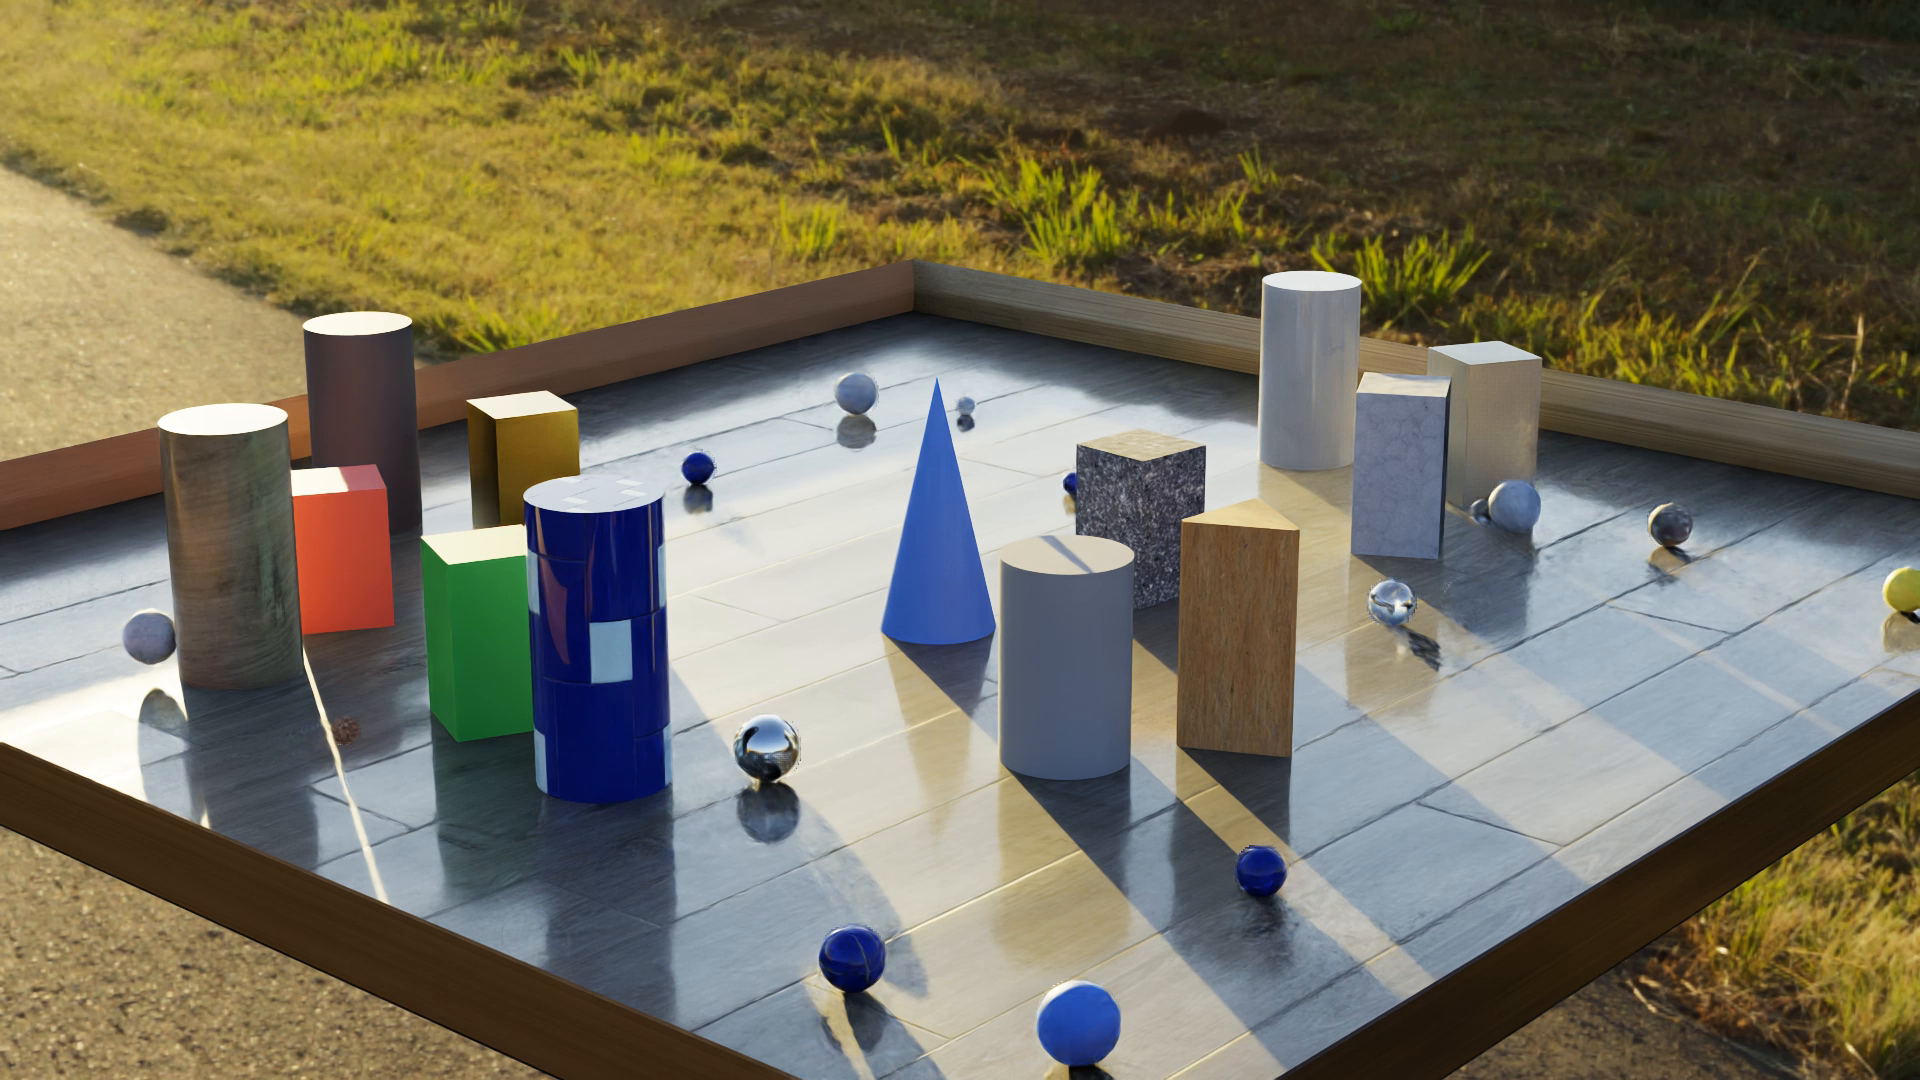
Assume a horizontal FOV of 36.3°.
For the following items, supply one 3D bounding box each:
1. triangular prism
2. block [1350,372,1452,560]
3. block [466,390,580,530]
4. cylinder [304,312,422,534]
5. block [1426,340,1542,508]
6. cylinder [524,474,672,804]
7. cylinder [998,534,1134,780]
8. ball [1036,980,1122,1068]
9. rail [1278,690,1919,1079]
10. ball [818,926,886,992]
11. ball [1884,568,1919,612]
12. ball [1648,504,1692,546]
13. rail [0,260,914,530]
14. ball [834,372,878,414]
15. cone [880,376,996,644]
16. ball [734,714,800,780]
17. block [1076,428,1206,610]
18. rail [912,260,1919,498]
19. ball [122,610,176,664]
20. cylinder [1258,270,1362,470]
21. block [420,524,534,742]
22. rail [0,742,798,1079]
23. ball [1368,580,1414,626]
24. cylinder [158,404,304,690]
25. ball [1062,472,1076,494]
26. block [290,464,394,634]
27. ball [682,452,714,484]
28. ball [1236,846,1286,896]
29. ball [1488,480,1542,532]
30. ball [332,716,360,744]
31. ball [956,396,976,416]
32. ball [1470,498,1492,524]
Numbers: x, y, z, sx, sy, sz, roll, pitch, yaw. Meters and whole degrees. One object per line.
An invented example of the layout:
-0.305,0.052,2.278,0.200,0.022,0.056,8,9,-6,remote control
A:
0.430,0.127,4.421,0.172,0.354,0.149,5,17,15,triangular prism
0.810,-0.138,5.387,0.159,0.304,0.159,4,17,12,block
-0.815,-0.135,5.484,0.159,0.243,0.159,-9,19,-27,block
-1.122,-0.219,5.515,0.199,0.385,0.199,0,17,0,cylinder
1.016,-0.227,5.716,0.159,0.284,0.159,-6,18,-20,block
-0.521,0.141,4.234,0.199,0.434,0.199,0,17,0,cylinder
0.156,0.172,4.339,0.199,0.315,0.199,0,17,0,cylinder
0.138,0.563,3.413,0.100,0.100,0.100,0,17,0,ball
1.206,0.334,4.117,0.045,0.129,3.373,14,22,39,rail
-0.132,0.515,3.603,0.082,0.082,0.082,0,17,0,ball
1.627,0.086,5.037,0.077,0.077,0.077,0,17,0,ball
1.310,-0.027,5.408,0.080,0.080,0.080,0,17,0,ball
-1.206,-0.270,6.123,0.045,0.129,3.373,14,22,39,rail
-0.225,-0.318,6.353,0.091,0.091,0.091,0,17,0,ball
-0.038,-0.063,4.910,0.199,0.434,0.199,0,17,0,cone
-0.282,0.303,4.281,0.097,0.097,0.097,0,17,0,ball
0.315,-0.039,5.128,0.159,0.264,0.159,-15,23,-41,block
1.090,-0.330,6.322,3.242,0.129,0.045,14,22,39,rail
-1.309,0.157,4.740,0.089,0.089,0.089,0,17,0,ball
0.710,-0.346,5.965,0.199,0.369,0.199,0,17,0,cylinder
-0.722,0.141,4.499,0.159,0.282,0.159,-8,18,-24,block
-1.090,0.395,3.917,3.242,0.129,0.045,14,22,39,rail
0.731,0.106,4.971,0.077,0.077,0.077,0,17,0,ball
-1.165,0.010,4.695,0.199,0.420,0.199,0,17,0,cylinder
0.222,-0.112,5.754,0.042,0.042,0.042,0,17,0,ball
-1.058,0.014,4.987,0.159,0.242,0.159,-5,18,-17,block
-0.521,-0.144,5.819,0.065,0.065,0.065,0,17,0,ball
0.399,0.439,3.882,0.067,0.067,0.067,0,17,0,ball
1.039,-0.063,5.493,0.099,0.099,0.099,0,17,0,ball
-0.928,0.287,4.429,0.041,0.041,0.041,0,17,0,ball
0.012,-0.291,6.347,0.042,0.042,0.042,0,17,0,ball
0.990,-0.053,5.547,0.049,0.049,0.049,0,17,0,ball
